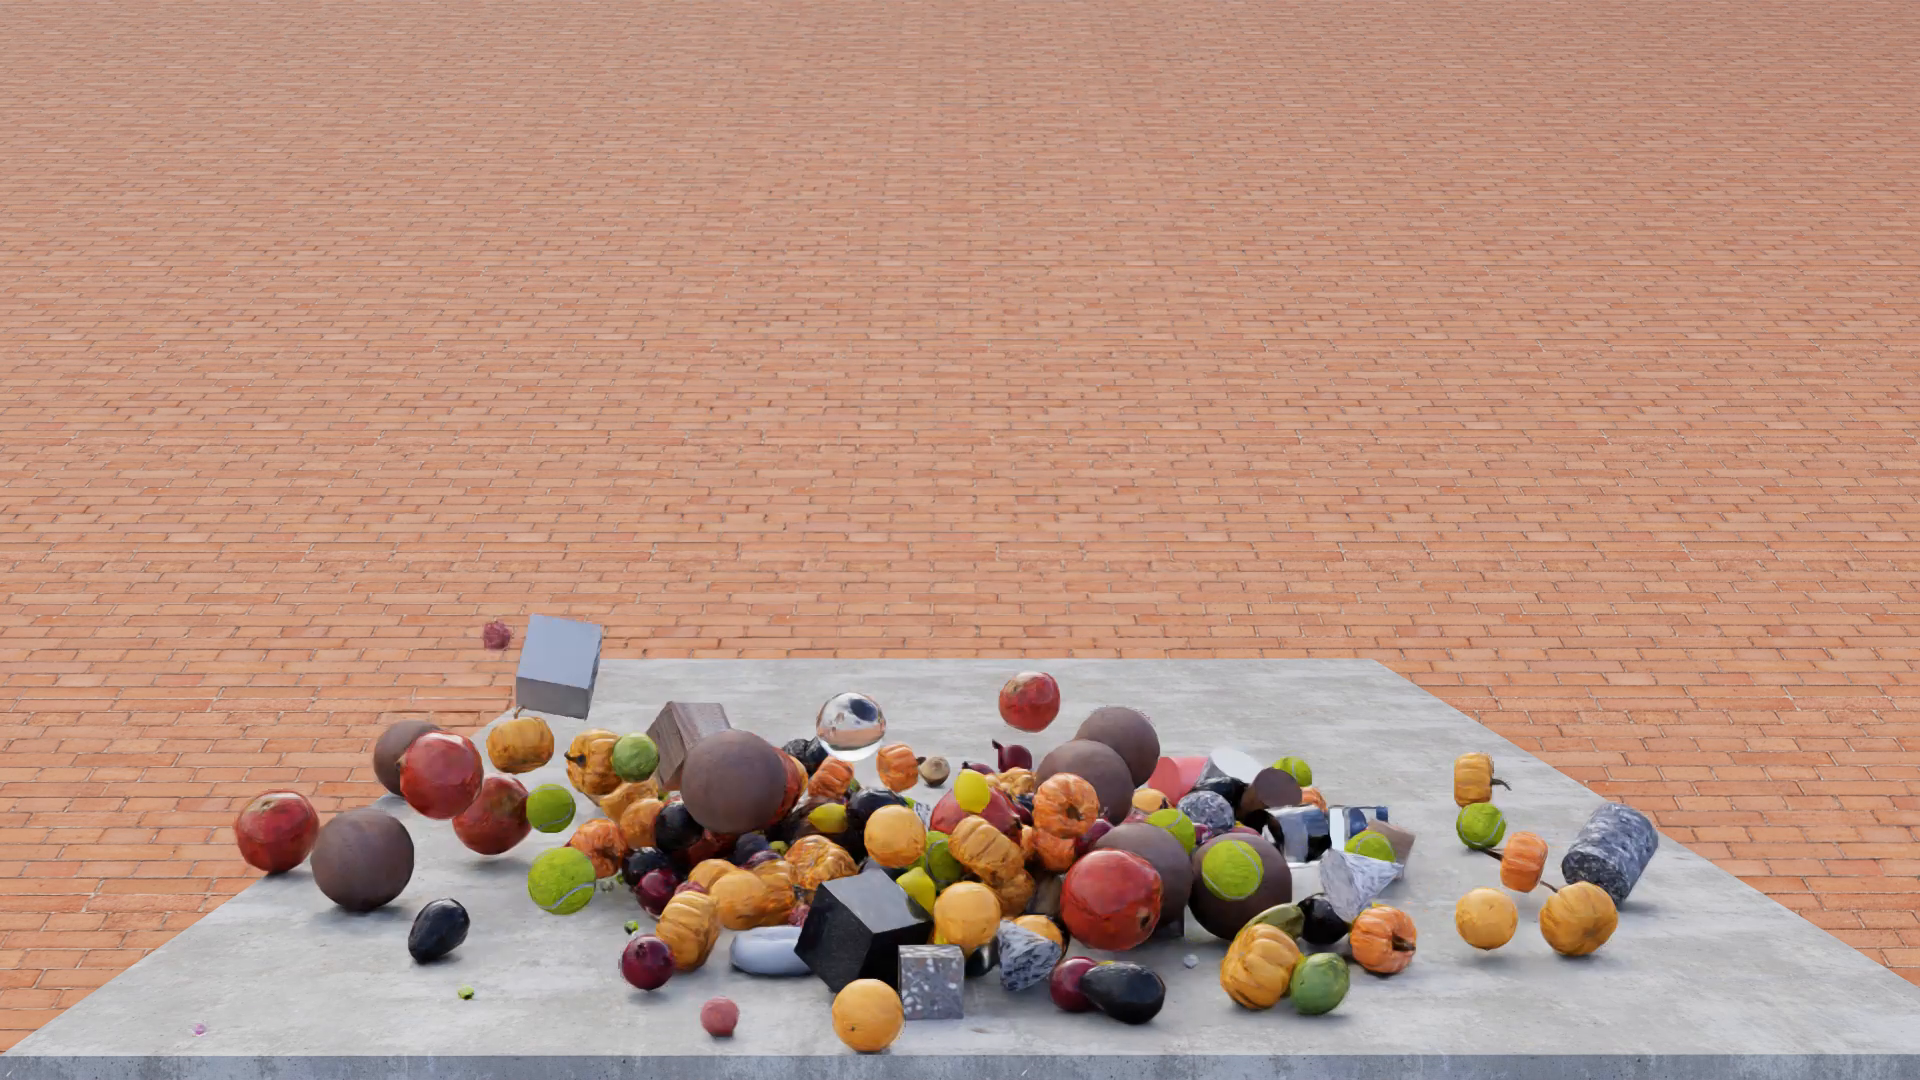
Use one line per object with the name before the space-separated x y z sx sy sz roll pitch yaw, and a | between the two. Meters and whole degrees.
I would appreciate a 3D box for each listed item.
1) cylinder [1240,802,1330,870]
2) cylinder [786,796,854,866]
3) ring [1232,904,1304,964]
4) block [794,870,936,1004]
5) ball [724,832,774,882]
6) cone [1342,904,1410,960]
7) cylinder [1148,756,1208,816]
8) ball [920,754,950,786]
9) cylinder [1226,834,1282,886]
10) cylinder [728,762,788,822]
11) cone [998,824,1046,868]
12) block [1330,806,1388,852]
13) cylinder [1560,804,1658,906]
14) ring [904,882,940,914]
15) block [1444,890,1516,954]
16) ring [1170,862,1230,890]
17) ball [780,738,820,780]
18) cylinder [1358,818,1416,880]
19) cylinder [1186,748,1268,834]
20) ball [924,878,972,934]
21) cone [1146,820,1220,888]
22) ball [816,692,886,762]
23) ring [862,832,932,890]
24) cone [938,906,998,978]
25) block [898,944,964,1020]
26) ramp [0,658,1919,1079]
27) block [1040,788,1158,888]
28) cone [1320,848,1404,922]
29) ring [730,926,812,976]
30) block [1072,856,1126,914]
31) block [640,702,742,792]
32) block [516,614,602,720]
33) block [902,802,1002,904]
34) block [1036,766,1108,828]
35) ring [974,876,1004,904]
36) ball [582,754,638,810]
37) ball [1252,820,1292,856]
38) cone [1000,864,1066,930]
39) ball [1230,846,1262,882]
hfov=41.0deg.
cylinder | 0.449 0.411 3.547 0.088 0.088 0.088 -3 19 -37
cylinder | -0.195 0.406 3.588 0.090 0.090 0.090 0 0 -1
ring | 0.352 0.449 2.935 0.093 0.093 0.031 -14 56 -32
block | -0.104 0.430 2.793 0.093 0.093 0.093 -4 33 -47
ball | -0.284 0.427 3.458 0.066 0.066 0.066 0 22 0
cone | 0.489 0.468 2.970 0.072 0.072 0.072 28 29 13
cylinder | 0.356 0.382 3.991 0.092 0.092 0.092 4 18 -28
ball | -0.042 0.388 4.343 0.052 0.052 0.052 0 22 0
cylinder | 0.394 0.449 3.456 0.076 0.076 0.076 -1 29 1
cylinder | -0.286 0.357 3.646 0.062 0.062 0.062 16 69 34
cone | 0.095 0.403 3.426 0.068 0.068 0.068 -49 40 -13
block | 0.568 0.412 3.658 0.061 0.061 0.061 1 -9 -18
cylinder | 0.834 0.403 3.299 0.092 0.092 0.092 16 47 34
ring | -0.060 0.436 3.044 0.083 0.083 0.028 -16 57 -34
block | 0.609 0.452 3.017 0.054 0.054 0.054 -20 -19 -10
ring | 0.316 0.446 3.433 0.091 0.030 0.091 1 3 0
ball | -0.274 0.376 4.405 0.071 0.071 0.071 0 22 0
cylinder | 0.574 0.417 3.468 0.065 0.065 0.065 20 2 -1
cylinder | 0.400 0.375 3.856 0.092 0.092 0.092 19 25 -9
ball | -0.029 0.459 3.154 0.090 0.090 0.090 0 22 0
cone | 0.296 0.410 3.296 0.086 0.086 0.086 13 19 -14
ball | -0.155 0.264 3.640 0.099 0.099 0.099 0 22 0
ring | -0.083 0.410 3.081 0.046 0.137 0.137 32 33 19
cone | 0.030 0.449 2.909 0.080 0.080 0.080 13 7 29
block | -0.031 0.466 2.710 0.065 0.065 0.065 0 3 -4
ramp | 0.050 0.455 4.532 2.000 0.100 4.000 0 3 0
block | 0.185 0.397 3.430 0.099 0.099 0.099 26 -15 -40
cone | 0.480 0.390 2.993 0.088 0.088 0.088 -14 25 -19
ring | -0.201 0.467 2.925 0.122 0.041 0.122 0 3 0
block | 0.177 0.437 3.265 0.064 0.064 0.064 0 2 -1
block | -0.385 0.296 3.680 0.090 0.090 0.090 5 46 -39
block | -0.562 0.178 3.603 0.100 0.100 0.100 10 59 -4
block | -0.021 0.400 3.284 0.096 0.096 0.096 28 -11 -16
block | 0.159 0.375 3.666 0.075 0.075 0.075 14 -23 -4
ring | 0.041 0.454 3.331 0.077 0.026 0.077 1 4 0
ball | -0.556 0.384 4.088 0.088 0.088 0.088 0 22 0
ball | 0.439 0.423 3.629 0.056 0.056 0.056 0 22 0
cone | 0.081 0.454 3.194 0.085 0.085 0.085 5 65 -11
ball | 0.385 0.435 3.435 0.050 0.050 0.050 0 22 0
